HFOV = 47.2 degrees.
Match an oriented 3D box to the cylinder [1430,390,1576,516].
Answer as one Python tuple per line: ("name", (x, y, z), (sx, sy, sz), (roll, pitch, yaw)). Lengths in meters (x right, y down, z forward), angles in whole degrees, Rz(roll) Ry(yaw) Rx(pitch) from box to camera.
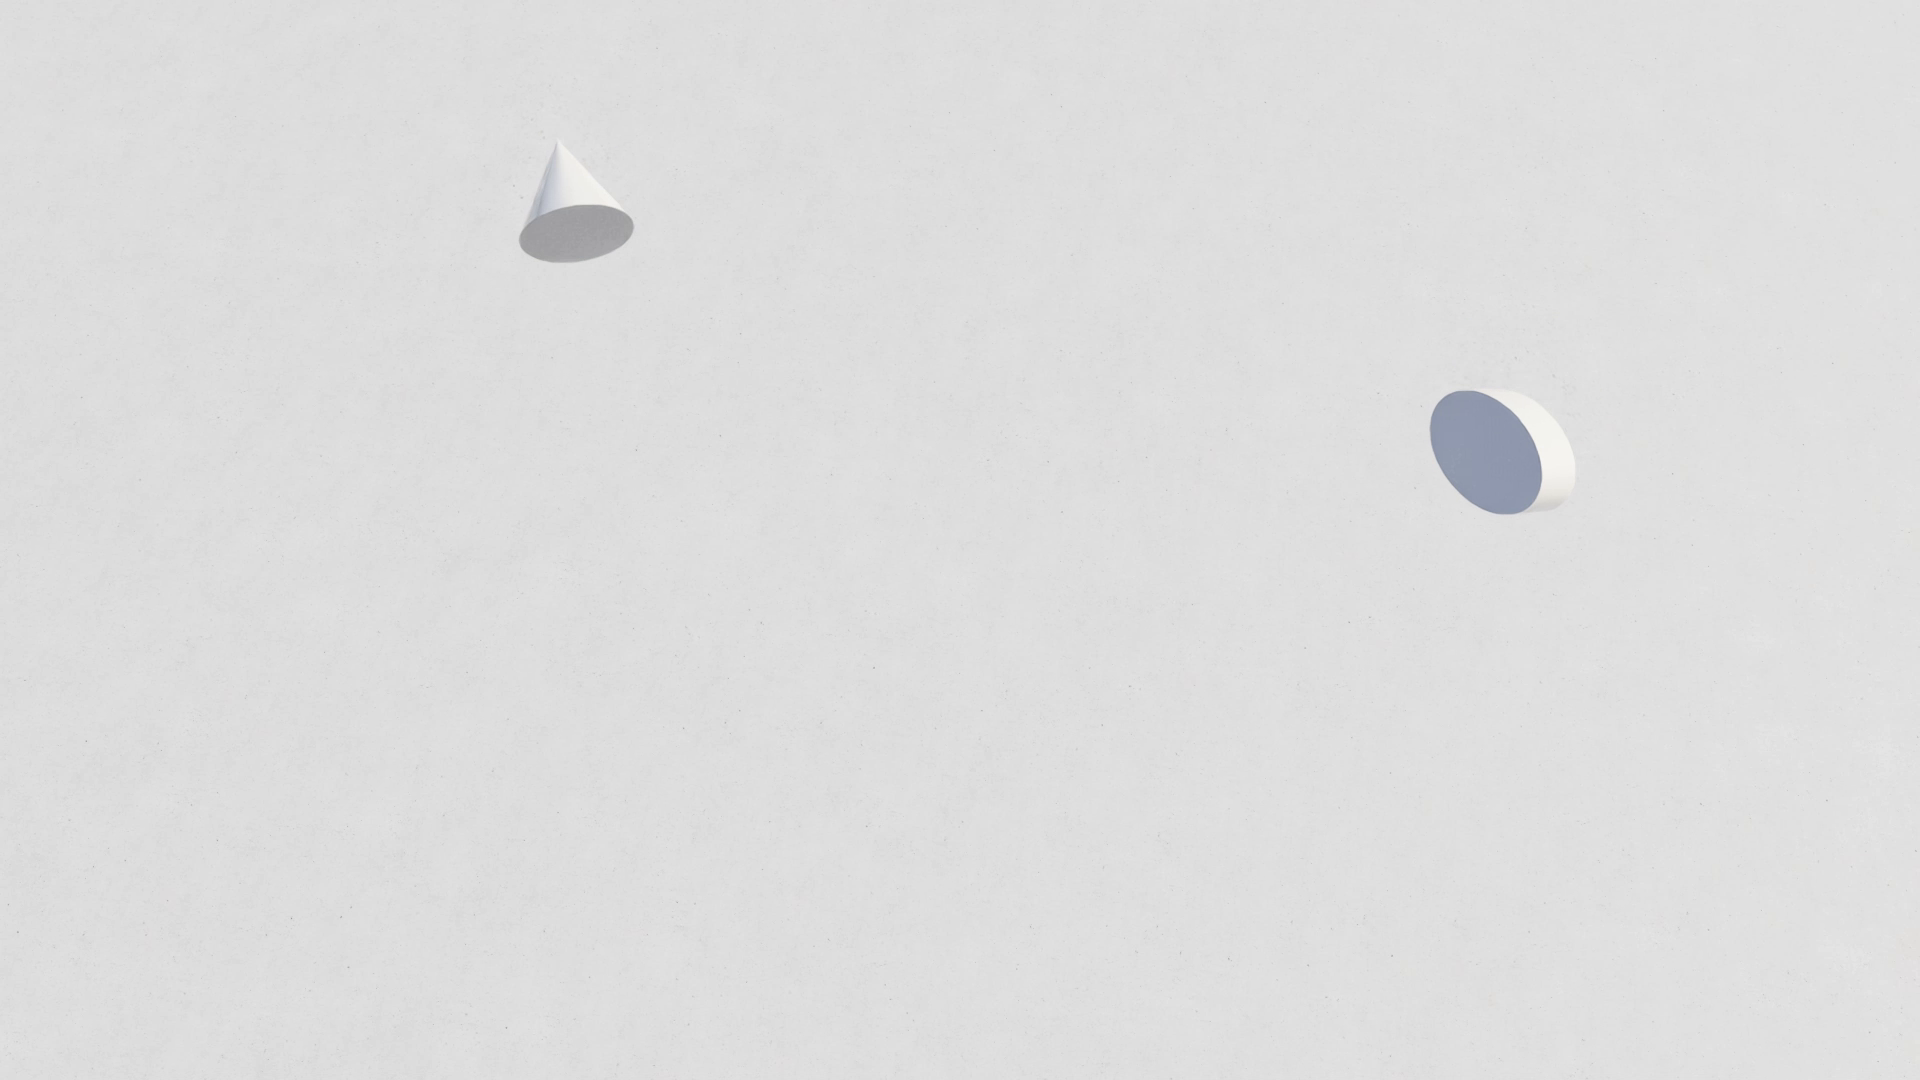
("cylinder", (0.889, -0.146, 3.605), (0.132, 0.159, 0.232), (-5, 53, -51))

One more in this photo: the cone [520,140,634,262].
("cone", (-0.652, -0.587, 3.649), (0.192, 0.186, 0.184), (7, 61, -46))
